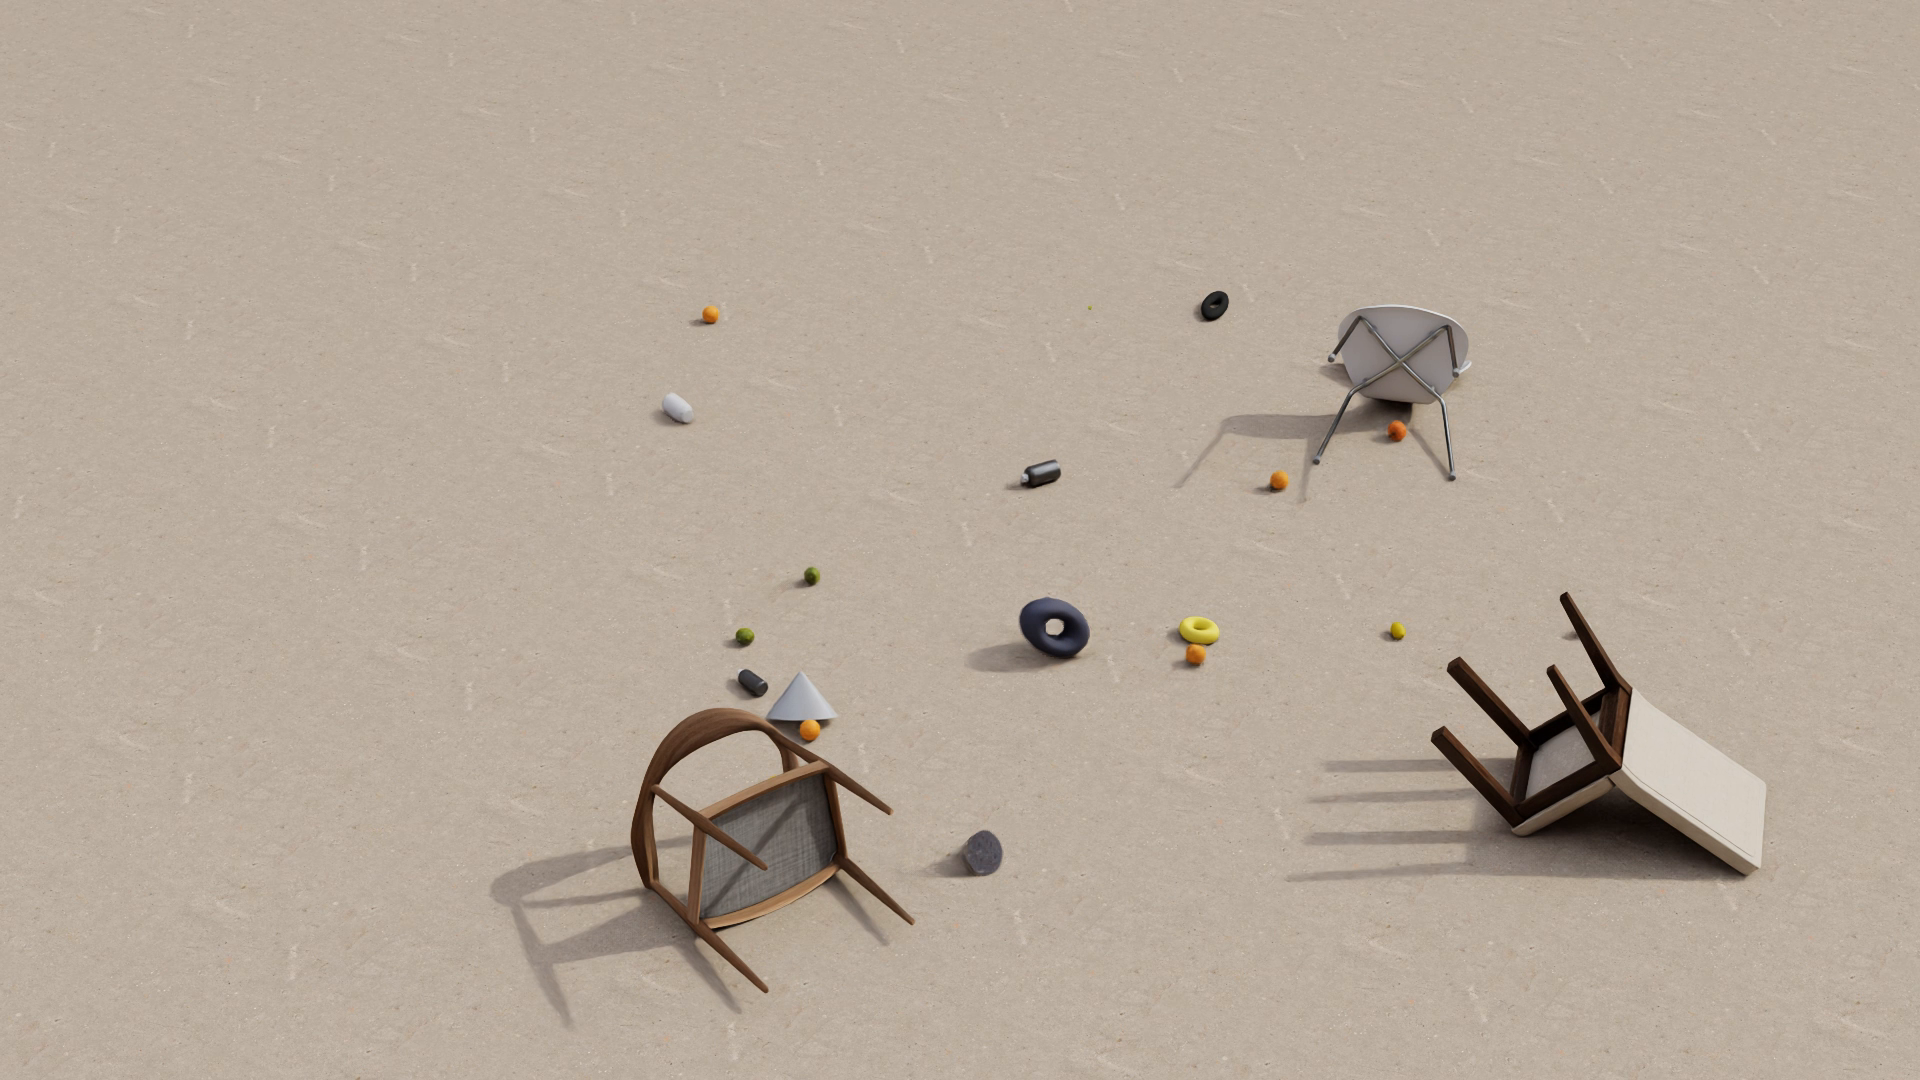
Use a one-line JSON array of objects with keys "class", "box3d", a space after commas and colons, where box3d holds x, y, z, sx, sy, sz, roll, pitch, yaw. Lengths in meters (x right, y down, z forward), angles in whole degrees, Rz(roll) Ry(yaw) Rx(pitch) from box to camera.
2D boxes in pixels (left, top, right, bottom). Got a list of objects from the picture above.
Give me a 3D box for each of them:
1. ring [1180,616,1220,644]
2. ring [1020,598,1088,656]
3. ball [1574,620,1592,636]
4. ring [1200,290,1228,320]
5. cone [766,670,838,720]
[{"class": "ring", "box3d": [0.849, 0.322, 10.408, 0.150, 0.054, 0.117, 18, 39, 26]}, {"class": "ring", "box3d": [0.333, 0.305, 10.291, 0.261, 0.192, 0.129, 25, 4, -20]}, {"class": "ball", "box3d": [2.214, 0.314, 10.417, 0.057, 0.057, 0.057, 0, 33, 0]}, {"class": "ring", "box3d": [1.080, -0.994, 12.418, 0.109, 0.040, 0.236, 11, 34, 14]}, {"class": "cone", "box3d": [-0.540, 0.520, 9.972, 0.251, 0.162, 0.129, -1, 8, 2]}]
